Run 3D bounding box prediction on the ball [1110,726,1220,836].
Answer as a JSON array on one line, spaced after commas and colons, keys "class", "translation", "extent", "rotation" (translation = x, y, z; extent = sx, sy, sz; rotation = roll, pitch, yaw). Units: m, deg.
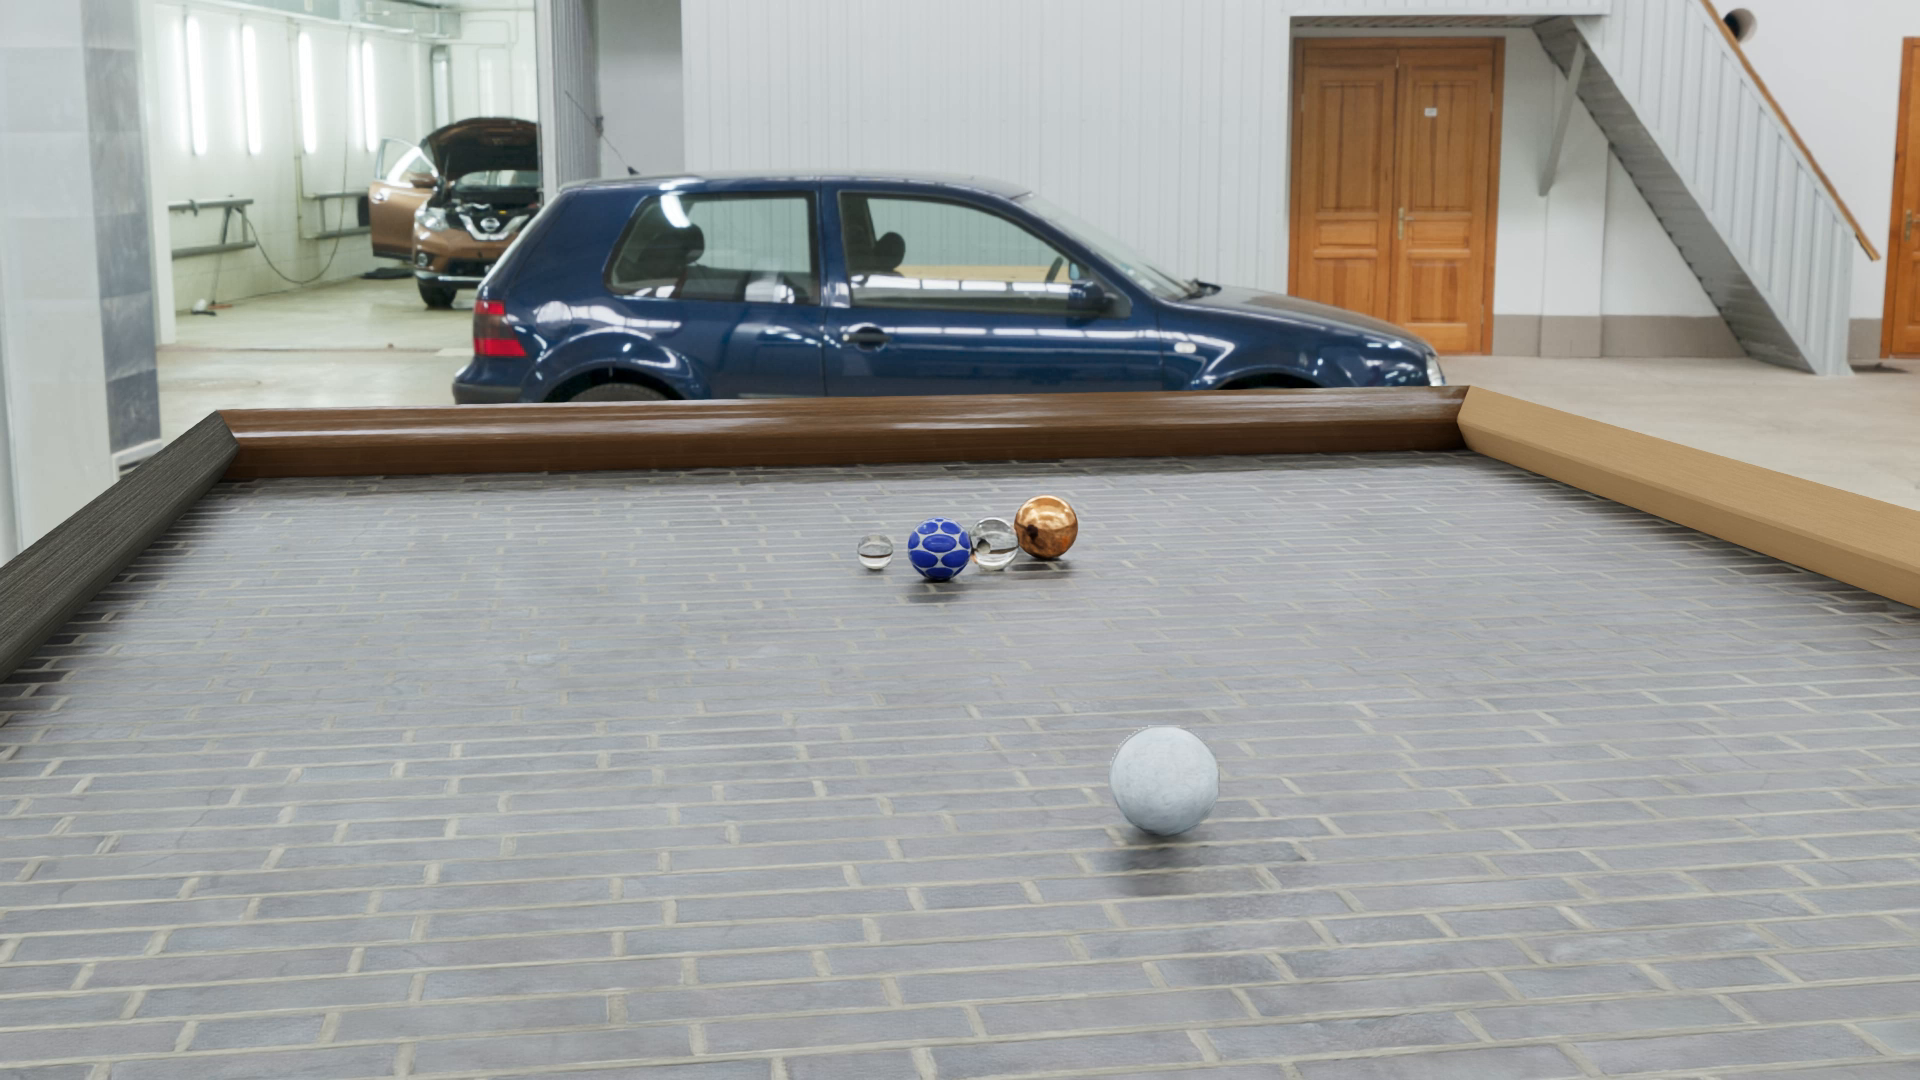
[{"class": "ball", "translation": [0.188, 0.221, 2.018], "extent": [0.100, 0.100, 0.100], "rotation": [0, 10, 0]}]
